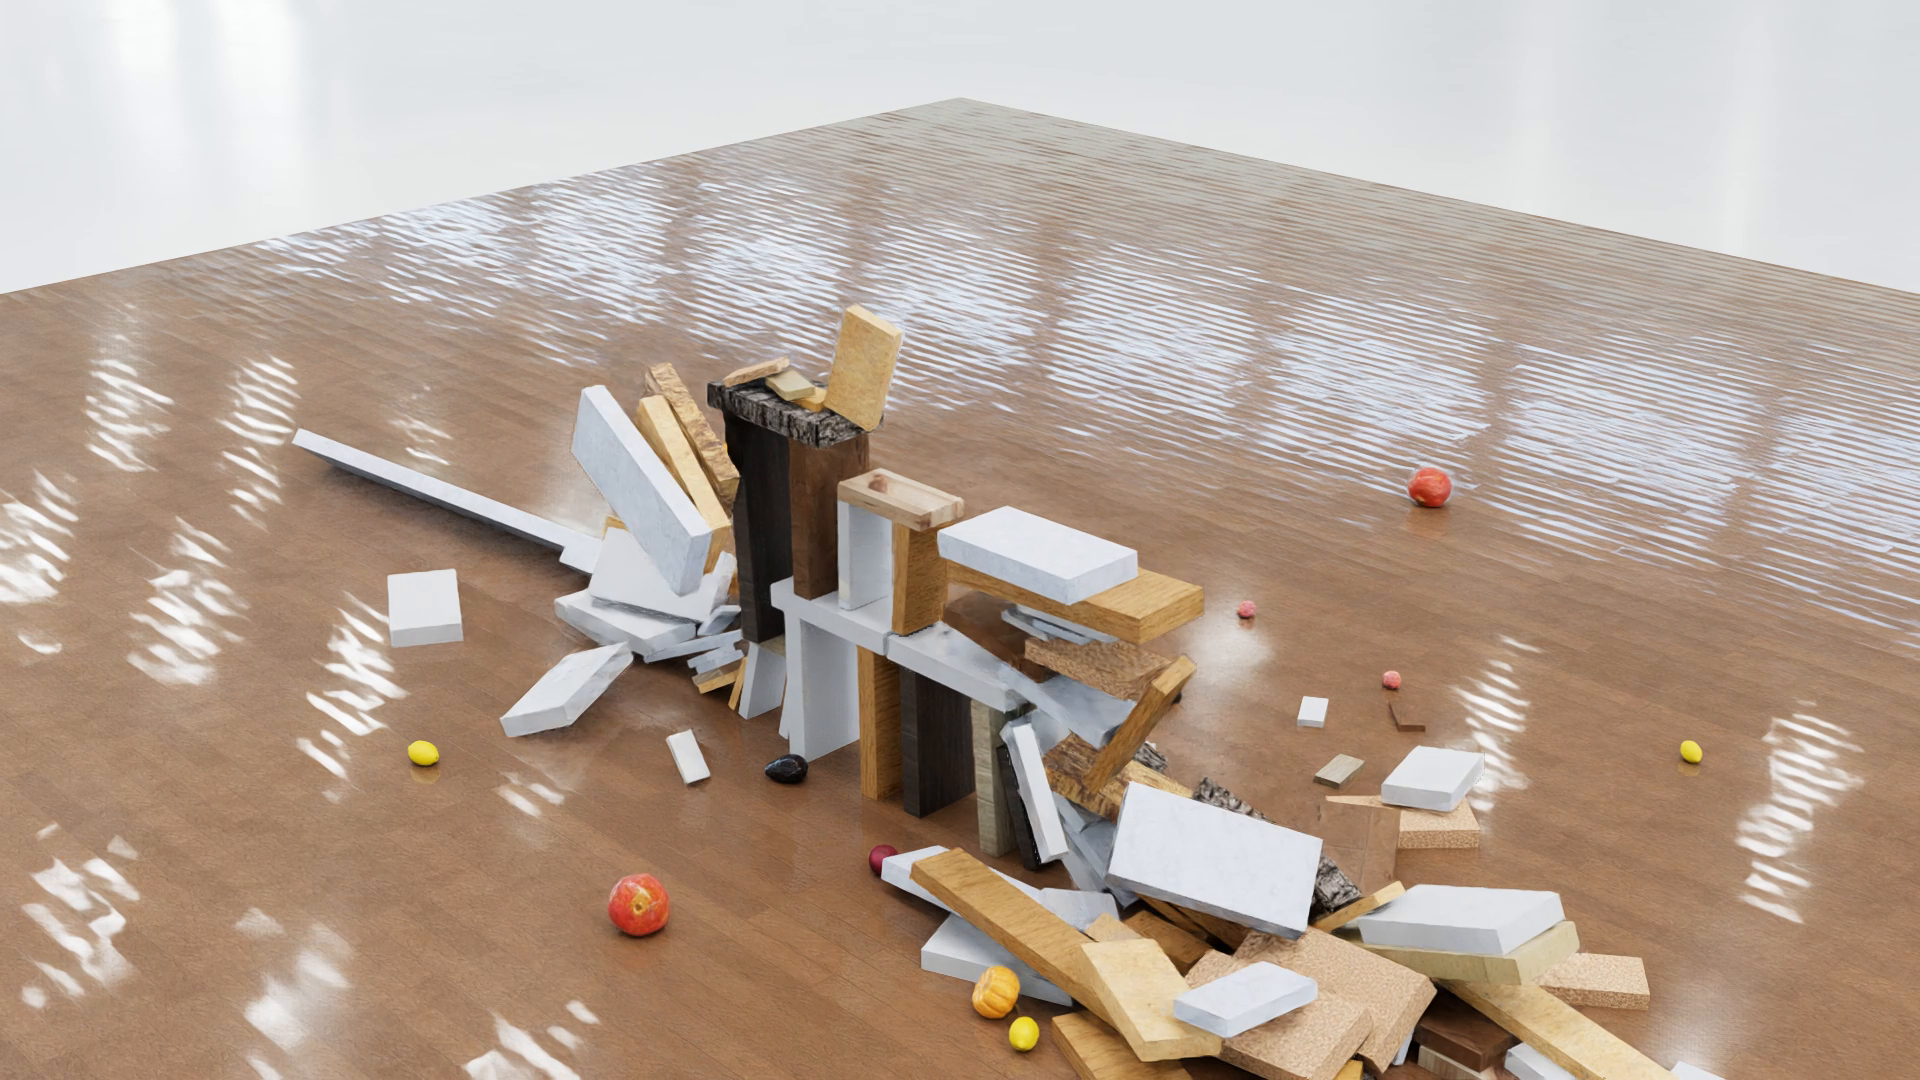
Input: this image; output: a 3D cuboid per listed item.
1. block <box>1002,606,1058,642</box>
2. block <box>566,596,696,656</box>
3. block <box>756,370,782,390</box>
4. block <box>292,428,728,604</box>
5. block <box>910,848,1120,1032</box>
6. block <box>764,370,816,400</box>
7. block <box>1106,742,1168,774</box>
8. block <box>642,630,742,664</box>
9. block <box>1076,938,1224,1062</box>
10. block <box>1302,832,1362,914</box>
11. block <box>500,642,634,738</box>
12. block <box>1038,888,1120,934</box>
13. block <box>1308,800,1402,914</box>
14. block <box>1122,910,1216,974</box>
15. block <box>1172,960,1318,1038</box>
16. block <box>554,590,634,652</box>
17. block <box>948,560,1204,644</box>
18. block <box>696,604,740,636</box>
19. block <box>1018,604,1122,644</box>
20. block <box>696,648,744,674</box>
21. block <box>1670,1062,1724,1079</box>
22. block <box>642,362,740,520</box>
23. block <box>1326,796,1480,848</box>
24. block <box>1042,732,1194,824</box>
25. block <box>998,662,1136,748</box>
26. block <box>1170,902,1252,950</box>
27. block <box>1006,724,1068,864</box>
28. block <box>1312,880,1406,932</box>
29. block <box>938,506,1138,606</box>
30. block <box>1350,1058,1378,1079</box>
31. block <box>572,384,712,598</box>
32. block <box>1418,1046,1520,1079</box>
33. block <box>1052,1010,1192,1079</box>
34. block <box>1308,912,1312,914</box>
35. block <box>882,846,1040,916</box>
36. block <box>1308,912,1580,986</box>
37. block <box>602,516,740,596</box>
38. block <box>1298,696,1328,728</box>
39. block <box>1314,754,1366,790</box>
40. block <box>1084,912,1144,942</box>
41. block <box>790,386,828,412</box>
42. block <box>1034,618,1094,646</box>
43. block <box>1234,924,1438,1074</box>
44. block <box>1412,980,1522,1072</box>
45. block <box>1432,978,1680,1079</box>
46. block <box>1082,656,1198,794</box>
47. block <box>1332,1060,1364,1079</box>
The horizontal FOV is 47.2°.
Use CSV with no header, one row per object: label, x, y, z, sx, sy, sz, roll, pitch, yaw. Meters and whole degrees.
block,0.143,0.154,4.143,0.062,0.017,0.123,-20,32,-37
block,-0.772,0.187,5.157,0.296,0.042,0.148,21,30,40
block,-0.391,-0.336,4.530,0.054,0.015,0.108,-12,27,-29
block,-1.213,-0.067,5.738,1.566,0.046,0.163,18,-11,36
block,0.152,0.703,3.832,0.115,0.033,0.608,-12,29,-41
block,-0.343,-0.312,4.421,0.063,0.018,0.125,-14,25,-21
block,0.308,0.477,4.549,0.230,0.033,0.115,-22,45,-37
block,-0.603,0.241,4.999,0.306,0.019,0.068,-14,6,45
block,0.312,0.761,3.653,0.140,0.040,0.280,0,24,-21
block,0.641,0.597,3.955,0.079,0.022,0.158,-14,51,-44
block,-0.865,0.329,4.860,0.163,0.046,0.327,-13,18,22
block,0.220,0.680,4.012,0.155,0.022,0.077,11,49,-32
block,0.739,0.605,4.172,0.169,0.048,0.337,6,24,13
block,0.370,0.725,3.967,0.163,0.023,0.081,23,28,37
block,0.465,0.746,3.577,0.228,0.032,0.114,-10,16,-42
block,-0.831,0.189,5.261,0.148,0.042,0.296,-17,29,-35
block,0.207,0.081,4.047,0.476,0.050,0.176,18,30,42
block,-0.538,0.180,4.909,0.054,0.108,0.015,-2,60,-40
block,0.230,0.127,4.041,0.117,0.033,0.234,-22,28,-38
block,-0.535,0.271,4.897,0.068,0.019,0.136,-21,0,-26
block,1.451,0.973,3.447,0.698,0.016,0.058,18,29,36
block,-0.559,-0.188,4.509,0.048,0.168,0.337,-16,55,-30
block,0.880,0.561,4.387,0.280,0.040,0.140,-1,23,-1
block,0.294,0.462,4.096,0.285,0.040,0.143,26,34,24
block,0.210,0.290,4.131,0.256,0.036,0.128,34,39,31
block,0.458,0.633,4.038,0.315,0.045,0.157,33,37,29
block,0.133,0.442,3.825,0.032,0.228,0.114,-15,-13,-9
block,0.692,0.645,3.837,0.081,0.023,0.163,-15,-17,-45
block,0.141,0.025,4.061,0.176,0.050,0.352,-21,27,-37
block,0.637,0.890,3.636,0.074,0.021,0.148,-11,25,-24
block,-0.646,-0.102,4.436,0.048,0.168,0.460,-16,52,-34
block,0.899,0.881,3.639,0.124,0.035,0.247,-21,31,-40
block,0.277,0.874,3.649,0.145,0.041,0.290,-9,25,-20
block,0.693,0.672,4.103,0.298,0.022,0.077,6,24,14
block,0.021,0.652,4.099,0.145,0.041,0.340,-6,16,-43
block,0.791,0.692,3.767,0.158,0.045,0.537,-20,7,-37
block,-0.569,0.077,5.295,0.614,0.048,0.168,23,6,23
block,0.778,0.379,4.848,0.055,0.016,0.111,6,24,14
block,0.794,0.484,4.598,0.058,0.016,0.116,16,28,33
block,0.282,0.717,3.952,0.055,0.016,0.111,-42,47,-22
block,-0.303,-0.289,4.418,0.063,0.018,0.125,-18,30,-37
block,0.202,0.161,4.078,0.062,0.017,0.123,-22,30,-39
block,0.617,0.762,3.743,0.357,0.048,0.169,17,61,49
block,0.814,0.811,3.716,0.124,0.035,0.247,-19,26,-37
block,1.253,0.976,3.305,0.105,0.030,1.382,-16,31,-34
block,0.324,0.337,3.989,0.033,0.291,0.117,41,40,13
block,0.581,0.912,3.537,0.105,0.030,0.210,2,28,18
